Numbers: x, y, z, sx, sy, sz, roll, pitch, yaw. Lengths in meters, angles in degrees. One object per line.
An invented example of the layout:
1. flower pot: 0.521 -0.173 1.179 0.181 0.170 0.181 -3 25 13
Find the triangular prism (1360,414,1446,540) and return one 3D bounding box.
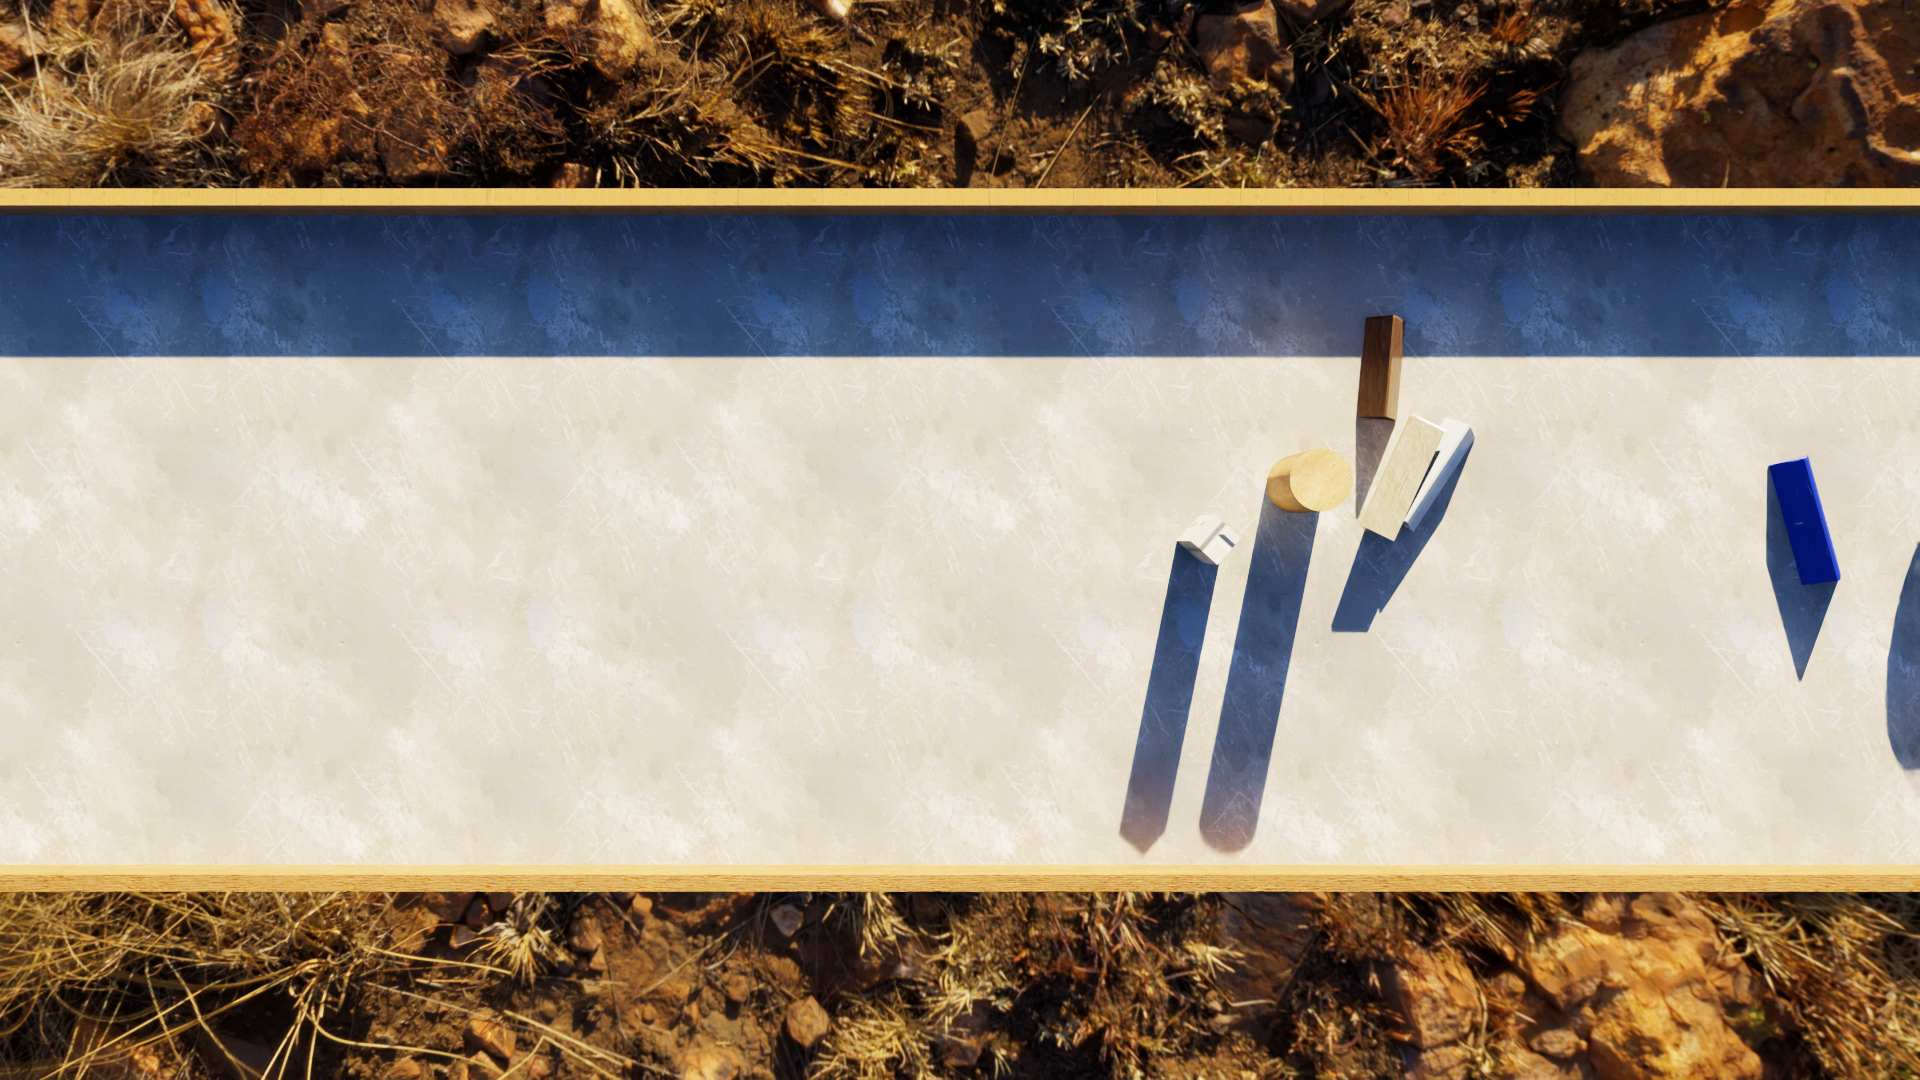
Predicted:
1. triangular prism: 1.320 -0.197 4.998 0.103 0.119 0.373 25 90 -37

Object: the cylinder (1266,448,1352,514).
1. cylinder: 1.034 -0.172 4.898 0.180 0.357 0.180 0 90 0

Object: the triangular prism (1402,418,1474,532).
1. triangular prism: 1.443 -0.200 5.027 0.108 0.094 0.348 33 90 0

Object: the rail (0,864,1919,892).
1. rail: -2.247 1.025 5.001 12.000 0.150 0.050 0 90 0

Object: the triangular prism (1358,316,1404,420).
1. triangular prism: 1.296 -0.525 5.022 0.120 0.104 0.307 5 90 0

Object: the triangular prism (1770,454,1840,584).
1. triangular prism: 2.598 -0.062 5.021 0.122 0.106 0.382 -15 90 0

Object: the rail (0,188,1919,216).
1. rail: -2.247 -1.025 5.002 12.000 0.150 0.050 0 90 0

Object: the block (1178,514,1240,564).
1. block: 0.741 -0.002 4.923 0.104 0.307 0.104 42 90 0
